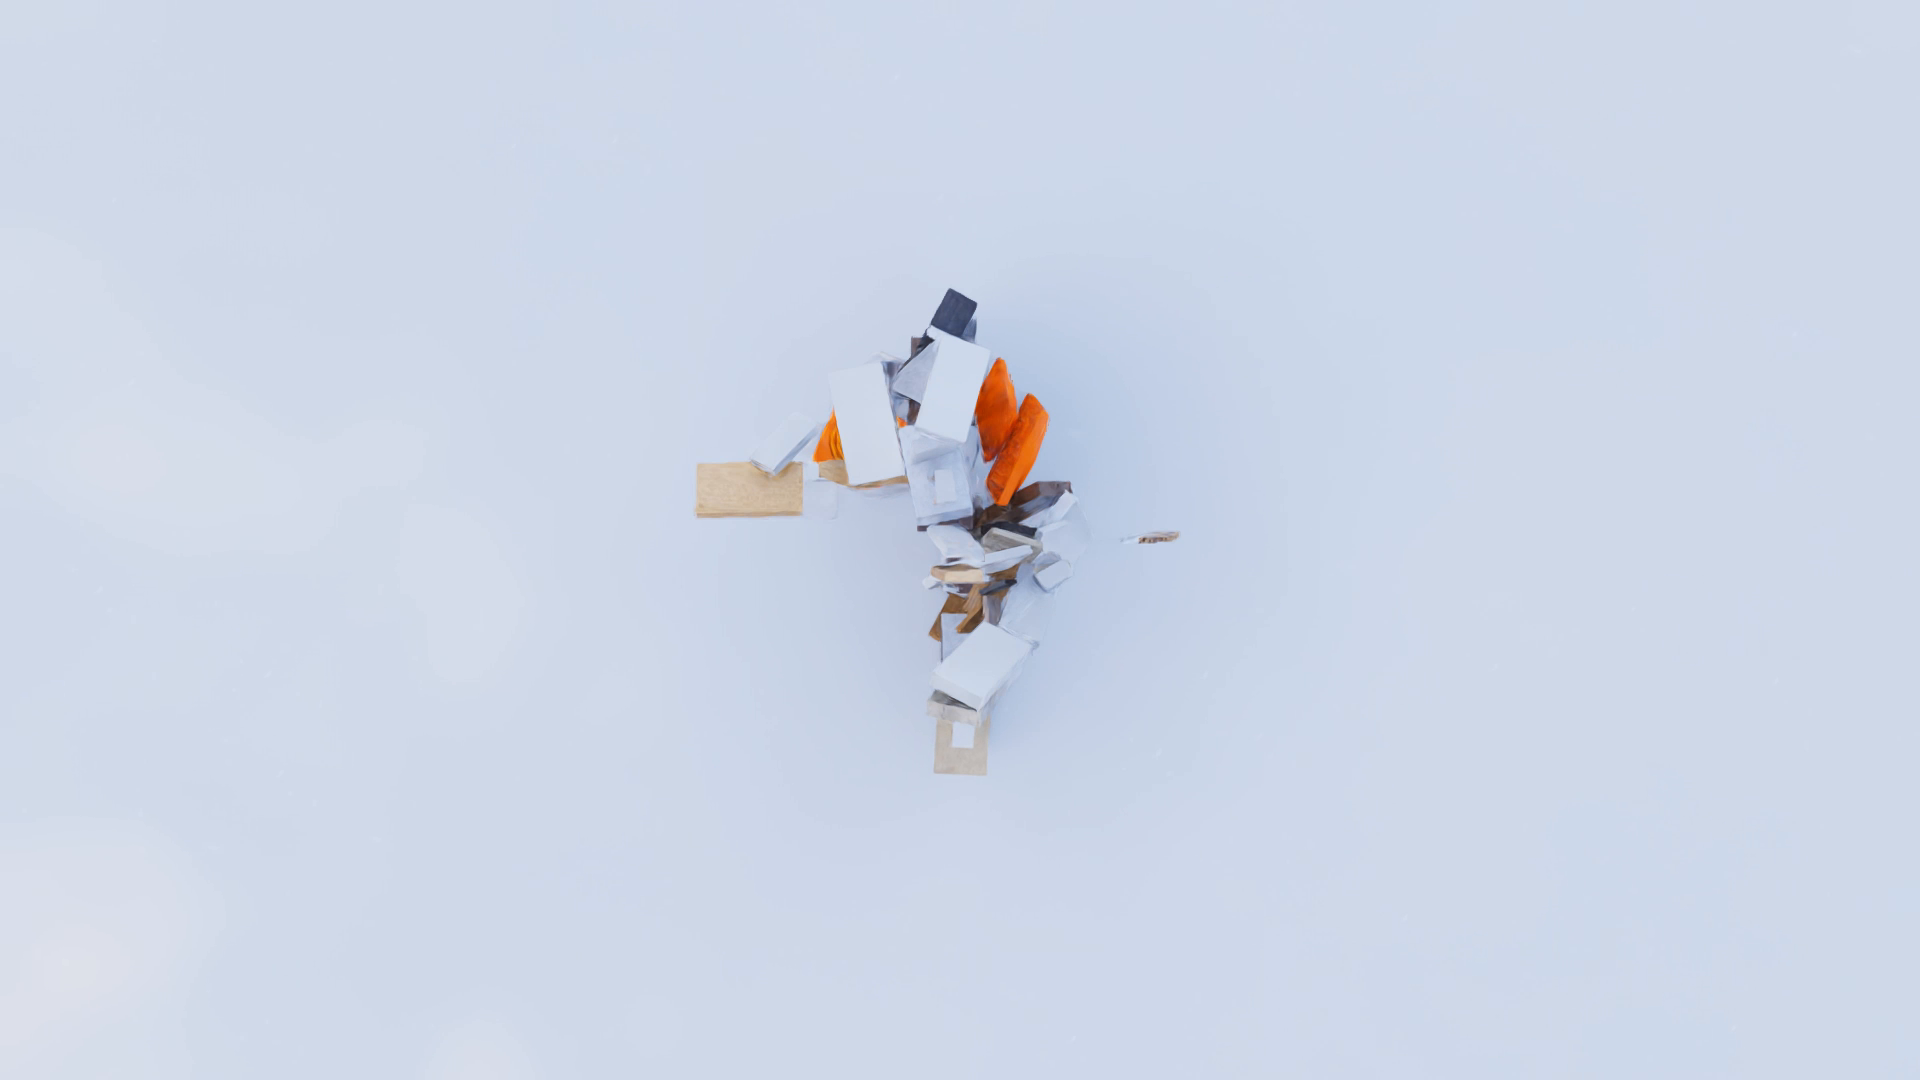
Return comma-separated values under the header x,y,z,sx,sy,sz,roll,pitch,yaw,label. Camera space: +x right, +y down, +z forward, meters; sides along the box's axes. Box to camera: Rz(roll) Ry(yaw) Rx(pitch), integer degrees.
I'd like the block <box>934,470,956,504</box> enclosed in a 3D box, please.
x,y,z,sx,sy,sz,roll,pitch,yaw,label
-0.039,-0.140,4.361,0.050,0.014,0.100,-5,59,-4,block

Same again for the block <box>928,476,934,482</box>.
x,y,z,sx,sy,sz,roll,pitch,yaw,label
-0.054,-0.169,4.440,0.050,0.100,0.014,-12,94,-10,block

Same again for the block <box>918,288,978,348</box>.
x,y,z,sx,sy,sz,roll,pitch,yaw,label
-0.036,-0.644,4.952,0.101,0.029,0.203,28,82,-3,block

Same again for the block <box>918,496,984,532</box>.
x,y,z,sx,sy,sz,roll,pitch,yaw,label
-0.023,-0.079,4.792,0.154,0.614,0.044,-2,96,3,block

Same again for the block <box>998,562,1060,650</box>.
x,y,z,sx,sy,sz,roll,pitch,yaw,label
0.215,0.201,5.120,0.139,0.039,0.278,22,48,-1,block

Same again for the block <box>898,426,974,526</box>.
x,y,z,sx,sy,sz,roll,pitch,yaw,label
-0.068,-0.189,4.536,0.154,0.044,0.308,-11,57,-2,block

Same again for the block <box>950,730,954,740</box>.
x,y,z,sx,sy,sz,roll,pitch,yaw,label
0.004,0.589,4.941,0.062,0.123,0.017,4,90,-2,block

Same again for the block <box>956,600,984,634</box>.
x,y,z,sx,sy,sz,roll,pitch,yaw,label
0.050,0.247,5.272,0.133,0.067,0.019,-48,59,22,block

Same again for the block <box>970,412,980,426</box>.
x,y,z,sx,sy,sz,roll,pitch,yaw,label
-0.037,-0.401,5.348,0.139,0.278,0.039,2,90,15,block

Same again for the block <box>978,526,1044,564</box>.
x,y,z,sx,sy,sz,roll,pitch,yaw,label
0.151,0.017,4.891,0.173,0.086,0.024,18,48,-23,block

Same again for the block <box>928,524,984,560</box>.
x,y,z,sx,sy,sz,roll,pitch,yaw,label
-0.014,0.004,4.354,0.099,0.198,0.028,5,107,-17,block

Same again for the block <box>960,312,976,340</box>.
x,y,z,sx,sy,sz,roll,pitch,yaw,label
0.001,-0.681,5.240,0.101,0.520,0.029,0,90,0,block

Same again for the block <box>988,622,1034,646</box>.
x,y,z,sx,sy,sz,roll,pitch,yaw,label
0.129,0.283,4.709,0.150,0.301,0.043,17,91,4,block

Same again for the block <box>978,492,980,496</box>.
x,y,z,sx,sy,sz,roll,pitch,yaw,label
-0.002,-0.137,5.371,0.128,0.256,0.036,2,89,1,block

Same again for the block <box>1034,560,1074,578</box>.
x,y,z,sx,sy,sz,roll,pitch,yaw,label
0.297,0.101,5.184,0.115,0.016,0.058,-12,70,-26,block

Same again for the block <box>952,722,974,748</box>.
x,y,z,sx,sy,sz,roll,pitch,yaw,label
0.012,0.549,4.872,0.062,0.017,0.123,5,89,-2,block

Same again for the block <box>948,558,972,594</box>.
x,y,z,sx,sy,sz,roll,pitch,yaw,label
0.000,0.093,5.325,0.081,0.023,0.163,-1,89,0,block

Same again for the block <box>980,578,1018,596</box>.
x,y,z,sx,sy,sz,roll,pitch,yaw,label
0.119,0.146,5.116,0.113,0.057,0.016,-26,72,42,block

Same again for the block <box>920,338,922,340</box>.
x,y,z,sx,sy,sz,roll,pitch,yaw,label
-0.082,-0.572,5.057,0.101,0.203,0.029,22,85,-4,block

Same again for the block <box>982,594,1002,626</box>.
x,y,z,sx,sy,sz,roll,pitch,yaw,label
0.104,0.230,5.212,0.019,0.133,0.067,-34,132,29,block

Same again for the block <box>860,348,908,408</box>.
x,y,z,sx,sy,sz,roll,pitch,yaw,label
-0.232,-0.482,5.040,0.169,0.338,0.048,-43,74,13,block

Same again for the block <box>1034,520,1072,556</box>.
x,y,z,sx,sy,sz,roll,pitch,yaw,label
0.272,-0.004,5.014,0.024,0.173,0.086,31,115,25,block

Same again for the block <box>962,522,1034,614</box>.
x,y,z,sx,sy,sz,roll,pitch,yaw,label
0.129,0.097,5.325,0.045,0.159,0.318,32,101,26,block

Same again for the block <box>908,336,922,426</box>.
x,y,z,sx,sy,sz,roll,pitch,yaw,label
-0.087,-0.499,5.196,0.139,0.039,0.278,3,91,16,block

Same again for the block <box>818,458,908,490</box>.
x,y,z,sx,sy,sz,roll,pitch,yaw,label
-0.239,-0.217,5.090,0.364,0.169,0.048,-9,111,-43,block

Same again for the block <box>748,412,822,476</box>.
x,y,z,sx,sy,sz,roll,pitch,yaw,label
-0.511,-0.284,4.831,0.103,0.029,0.205,26,63,33,block

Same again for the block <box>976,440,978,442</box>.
x,y,z,sx,sy,sz,roll,pitch,yaw,label
-0.007,-0.304,5.370,0.128,0.256,0.036,2,91,2,block

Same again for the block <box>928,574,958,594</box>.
x,y,z,sx,sy,sz,roll,pitch,yaw,label
-0.052,0.134,5.112,0.057,0.113,0.016,15,103,-28,block

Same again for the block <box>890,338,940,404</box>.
x,y,z,sx,sy,sz,roll,pitch,yaw,label
-0.072,-0.450,4.489,0.132,0.381,0.037,26,72,-14,block

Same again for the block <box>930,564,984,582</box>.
x,y,z,sx,sy,sz,roll,pitch,yaw,label
-0.009,0.086,4.305,0.099,0.198,0.028,-1,94,-12,block

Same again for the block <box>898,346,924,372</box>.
x,y,z,sx,sy,sz,roll,pitch,yaw,label
-0.103,-0.481,4.676,0.103,0.205,0.029,22,69,-14,block

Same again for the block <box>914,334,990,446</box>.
x,y,z,sx,sy,sz,roll,pitch,yaw,label
-0.019,-0.387,4.253,0.132,0.037,0.264,18,74,-11,block

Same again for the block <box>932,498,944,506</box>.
x,y,z,sx,sy,sz,roll,pitch,yaw,label
-0.043,-0.106,4.402,0.050,0.100,0.014,-16,96,-7,block

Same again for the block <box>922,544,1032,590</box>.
x,y,z,sx,sy,sz,roll,pitch,yaw,label
0.056,0.074,4.683,0.099,0.471,0.028,-34,79,29,block

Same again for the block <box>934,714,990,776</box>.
x,y,z,sx,sy,sz,roll,pitch,yaw,label
0.009,0.551,5.027,0.162,0.046,0.324,4,89,-2,block

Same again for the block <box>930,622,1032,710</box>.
x,y,z,sx,sy,sz,roll,pitch,yaw,label
0.057,0.332,4.396,0.150,0.301,0.043,27,124,16,block

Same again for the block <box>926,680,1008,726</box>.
x,y,z,sx,sy,sz,roll,pitch,yaw,label
0.023,0.417,4.462,0.150,0.301,0.043,10,107,13,block

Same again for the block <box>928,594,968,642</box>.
x,y,z,sx,sy,sz,roll,pitch,yaw,label
-0.024,0.263,5.421,0.097,0.028,0.194,27,46,1,block

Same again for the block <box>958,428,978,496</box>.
x,y,z,sx,sy,sz,roll,pitch,yaw,label
-0.008,-0.225,5.224,0.128,0.036,0.256,-1,90,1,block

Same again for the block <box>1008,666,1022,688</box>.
x,y,z,sx,sy,sz,roll,pitch,yaw,label
0.081,0.388,4.754,0.139,0.278,0.039,10,103,13,block

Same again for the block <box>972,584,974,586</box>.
x,y,z,sx,sy,sz,roll,pitch,yaw,label
0.002,0.151,5.418,0.081,0.163,0.023,3,86,0,block

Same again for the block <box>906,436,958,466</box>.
x,y,z,sx,sy,sz,roll,pitch,yaw,label
-0.069,-0.250,4.389,0.132,0.264,0.037,-19,88,-4,block

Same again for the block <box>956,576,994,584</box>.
x,y,z,sx,sy,sz,roll,pitch,yaw,label
0.045,0.126,5.182,0.113,0.057,0.016,-3,83,20,block

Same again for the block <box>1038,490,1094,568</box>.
x,y,z,sx,sy,sz,roll,pitch,yaw,label
0.334,-0.020,5.198,0.045,0.318,0.159,33,79,24,block

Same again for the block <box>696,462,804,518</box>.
x,y,z,sx,sy,sz,roll,pitch,yaw,label
-0.615,-0.148,4.831,0.308,0.044,0.154,-1,73,-1,block

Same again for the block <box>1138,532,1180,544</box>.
x,y,z,sx,sy,sz,roll,pitch,yaw,label
0.626,-0.009,5.191,0.115,0.058,0.016,-2,107,35,block

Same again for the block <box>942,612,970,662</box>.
x,y,z,sx,sy,sz,roll,pitch,yaw,label
-0.010,0.323,5.320,0.097,0.028,0.194,2,52,-4,block

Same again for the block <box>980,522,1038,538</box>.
x,y,z,sx,sy,sz,roll,pitch,yaw,label
0.152,-0.025,4.953,0.086,0.173,0.024,-13,73,41,block

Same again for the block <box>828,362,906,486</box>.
x,y,z,sx,sy,sz,roll,pitch,yaw,label
-0.271,-0.342,4.858,0.169,0.048,0.338,-11,92,13,block

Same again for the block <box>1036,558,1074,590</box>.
x,y,z,sx,sy,sz,roll,pitch,yaw,label
0.295,0.109,5.160,0.115,0.016,0.058,-28,78,-30,block

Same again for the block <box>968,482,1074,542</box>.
x,y,z,sx,sy,sz,roll,pitch,yaw,label
0.153,-0.088,5.224,0.416,0.159,0.045,-27,74,40,block

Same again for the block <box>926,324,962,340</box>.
x,y,z,sx,sy,sz,roll,pitch,yaw,label
-0.044,-0.584,4.749,0.103,0.360,0.029,25,97,-5,block
